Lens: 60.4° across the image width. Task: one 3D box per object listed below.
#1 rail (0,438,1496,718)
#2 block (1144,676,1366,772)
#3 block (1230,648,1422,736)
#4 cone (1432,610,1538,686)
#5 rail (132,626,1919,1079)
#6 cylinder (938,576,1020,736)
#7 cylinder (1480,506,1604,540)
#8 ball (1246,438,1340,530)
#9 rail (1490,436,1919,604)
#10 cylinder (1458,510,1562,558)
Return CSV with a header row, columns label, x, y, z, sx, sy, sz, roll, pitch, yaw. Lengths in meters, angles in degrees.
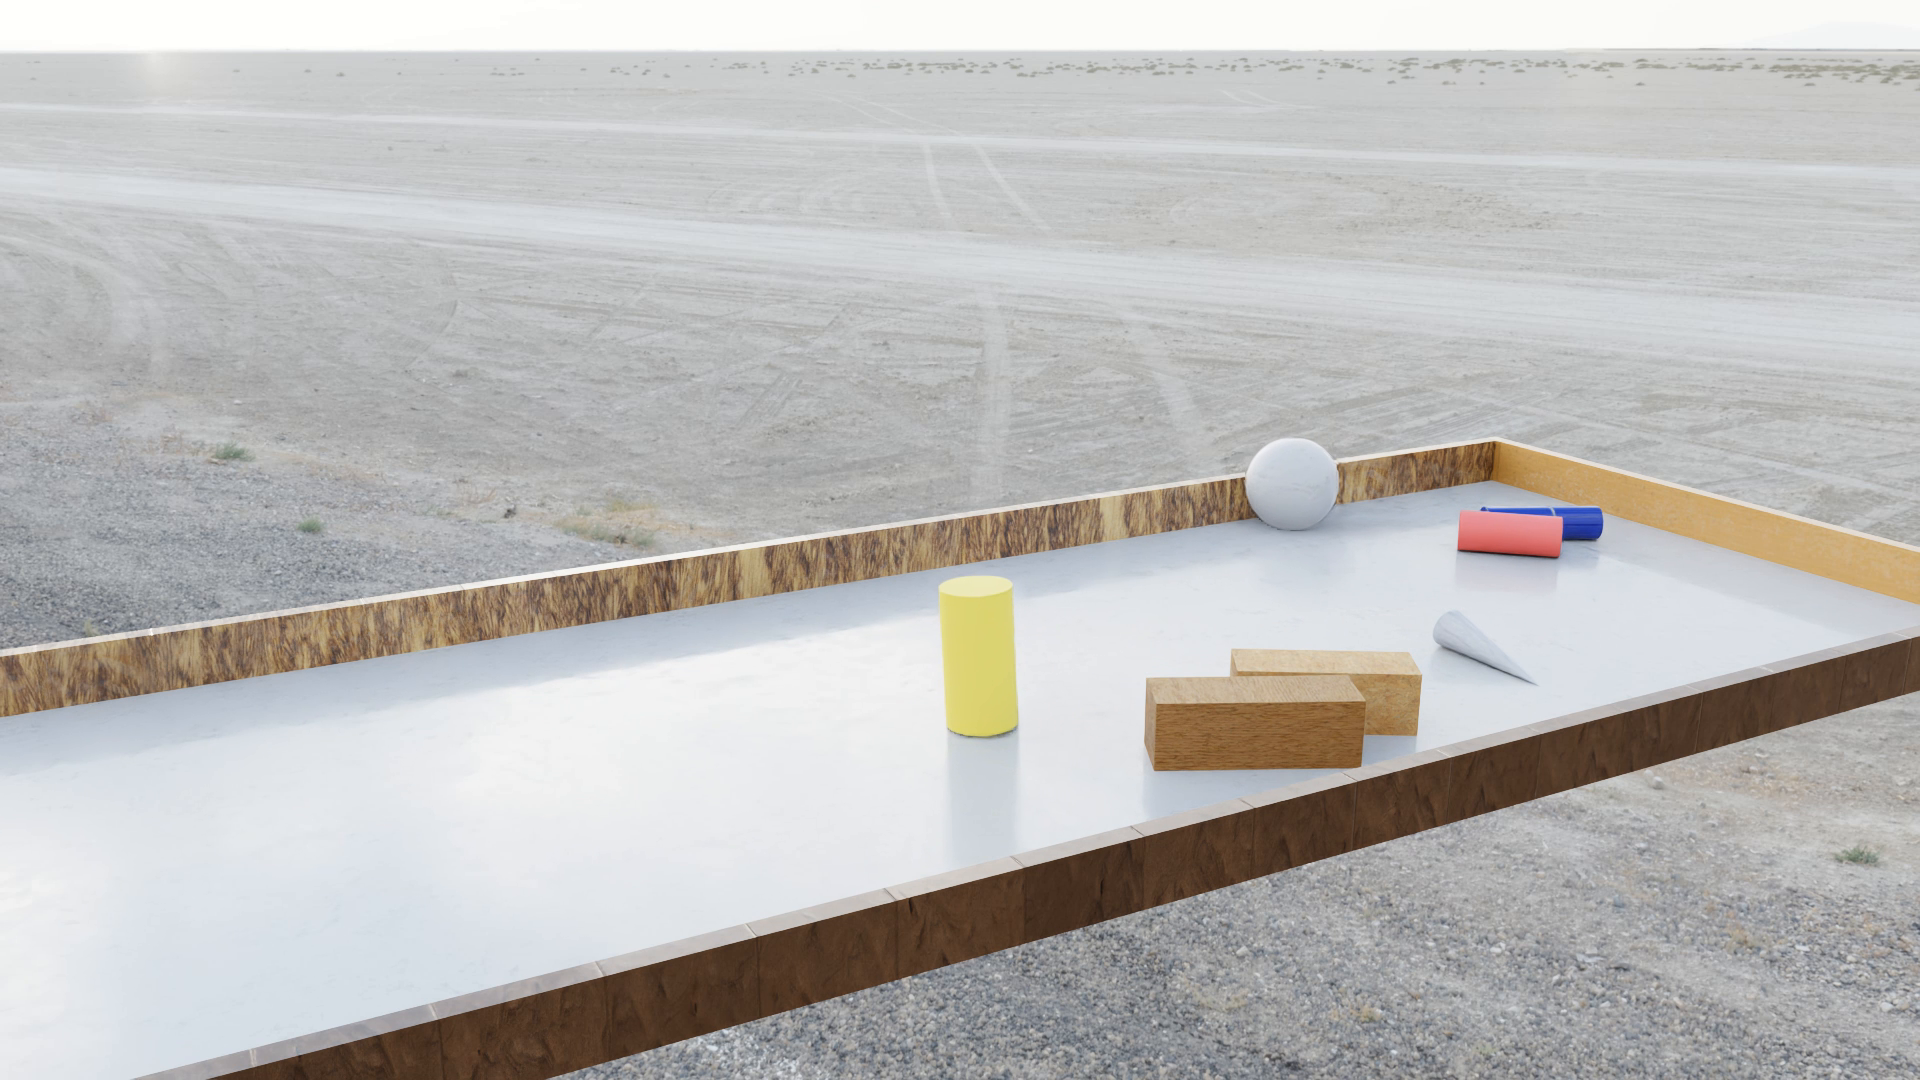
label,x,y,z,sx,sy,sz,roll,pitch,yaw
rail,-3.305,0.497,3.399,12.000,0.150,0.050,-9,18,-27
block,0.654,0.407,3.687,0.459,0.159,0.159,-1,16,-2
block,0.852,0.356,3.876,0.419,0.151,0.151,1,16,3
cone,1.372,0.299,4.246,0.103,0.103,0.339,-8,27,-26
rail,-2.336,1.006,1.665,12.000,0.150,0.050,-9,18,-27
cylinder,0.045,0.268,3.834,0.171,0.335,0.171,-3,15,1
cylinder,1.883,-0.056,5.352,0.370,0.109,0.109,-1,16,-2
ball,1.098,-0.187,5.450,0.305,0.305,0.305,0,16,0
rail,2.466,-0.048,5.253,0.050,0.150,2.100,-9,18,-27
cylinder,1.731,-0.021,5.198,0.304,0.127,0.127,5,17,15
